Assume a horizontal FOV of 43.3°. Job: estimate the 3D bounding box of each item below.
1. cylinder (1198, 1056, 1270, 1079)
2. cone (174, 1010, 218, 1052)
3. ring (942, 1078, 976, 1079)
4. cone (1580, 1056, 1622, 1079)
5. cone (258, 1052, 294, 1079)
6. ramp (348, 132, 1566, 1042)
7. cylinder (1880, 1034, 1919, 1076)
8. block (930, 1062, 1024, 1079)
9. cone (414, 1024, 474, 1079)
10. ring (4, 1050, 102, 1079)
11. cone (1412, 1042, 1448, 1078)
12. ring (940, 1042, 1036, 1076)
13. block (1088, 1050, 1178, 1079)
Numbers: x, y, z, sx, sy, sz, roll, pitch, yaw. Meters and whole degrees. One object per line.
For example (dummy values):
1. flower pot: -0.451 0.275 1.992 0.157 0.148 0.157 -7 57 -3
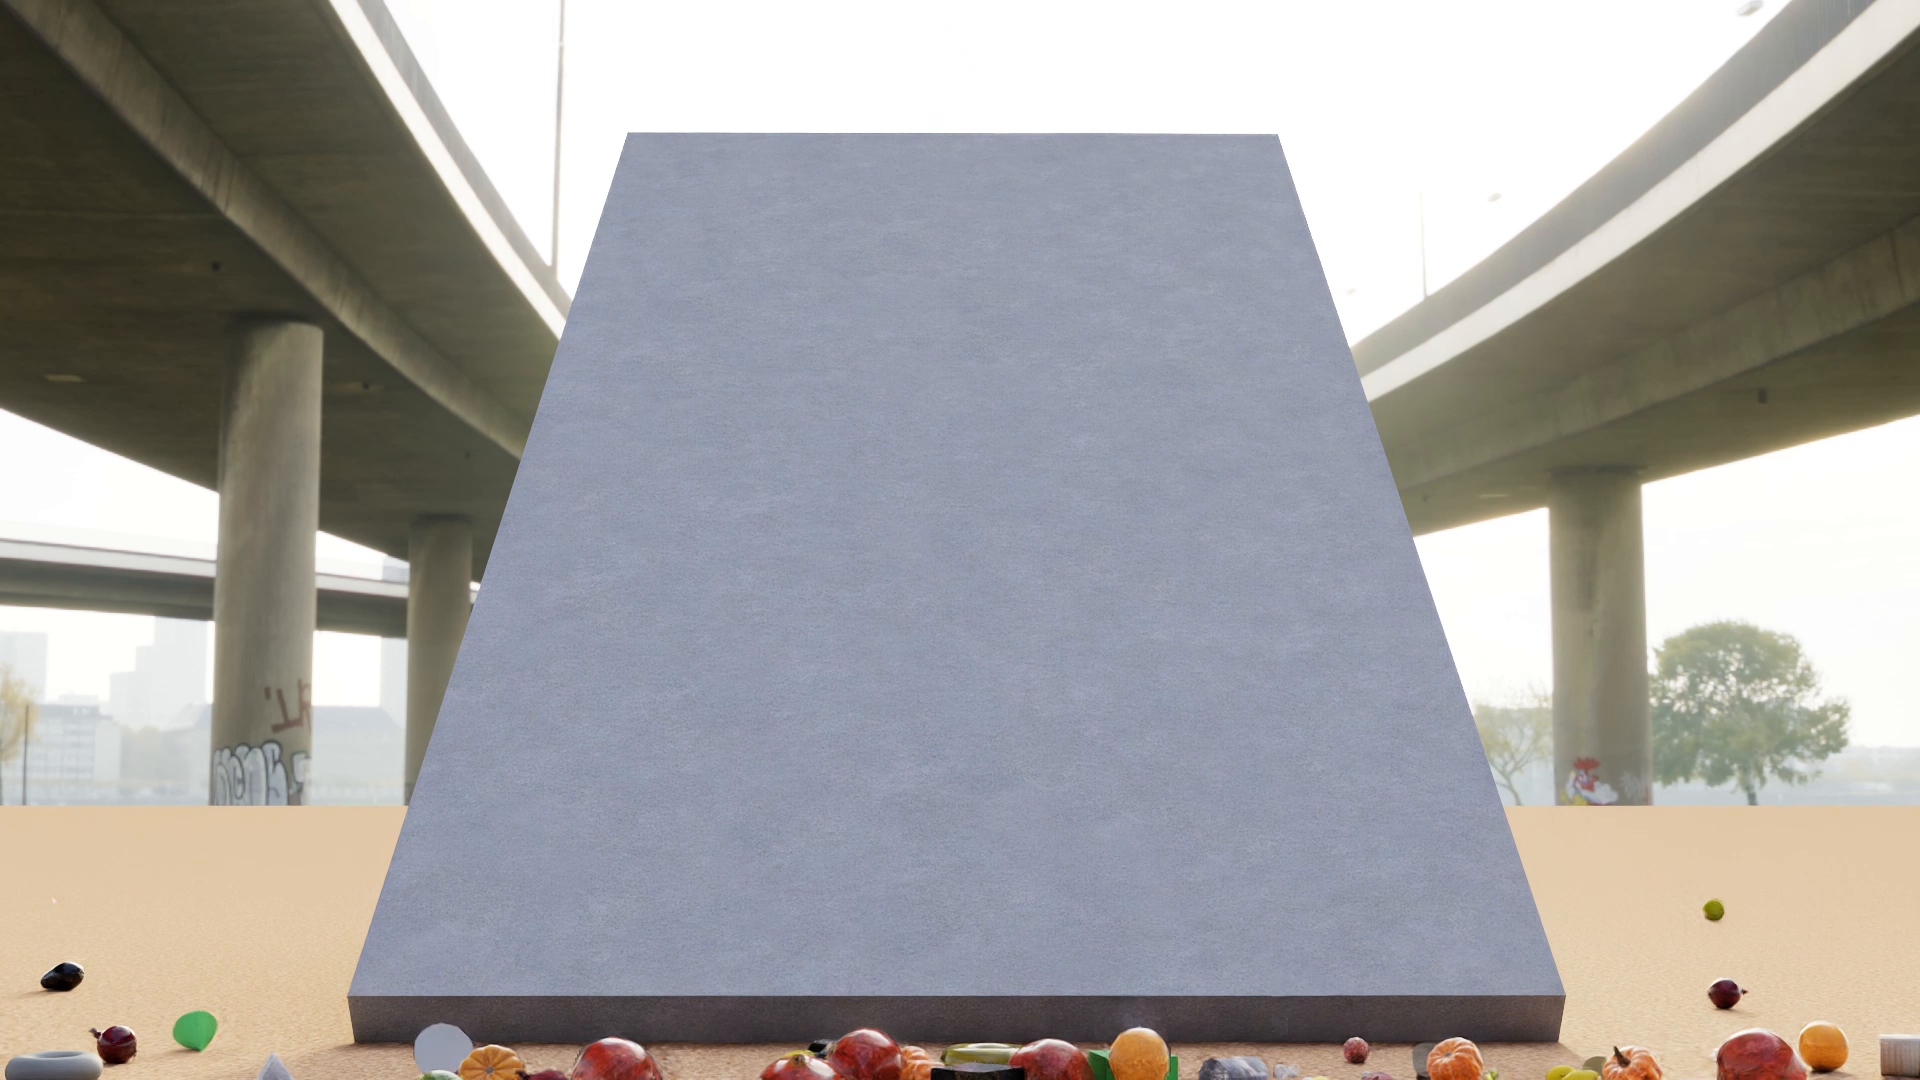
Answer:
1. cylinder: 0.356 0.706 3.138 0.067 0.067 0.067 4 -7 -32
2. cone: -1.222 0.804 3.878 0.070 0.070 0.070 3 20 -27
3. ring: 0.001 0.736 3.229 0.084 0.028 0.084 1 -6 0
4. cone: 0.877 0.747 3.324 0.057 0.057 0.057 0 -33 1
5. cone: -0.949 0.754 3.381 0.054 0.054 0.054 30 -15 -16
6. ramp: -0.013 -0.210 5.720 2.000 0.100 4.000 0 30 0
7. cylinder: 1.372 0.750 3.517 0.059 0.059 0.059 -2 -7 21
8. block: 0.021 0.675 2.904 0.080 0.080 0.080 -5 -8 40
9. cone: -0.759 0.758 3.495 0.089 0.089 0.089 4 -34 -31
10. ring: -1.278 0.748 3.409 0.130 0.043 0.130 0 -5 0
11. cone: 0.675 0.769 3.521 0.056 0.056 0.056 1 -33 -11
12. ring: 0.040 0.756 3.500 0.140 0.047 0.140 0 -7 0
13. block: 0.213 0.677 2.974 0.089 0.089 0.089 1 -6 -11
